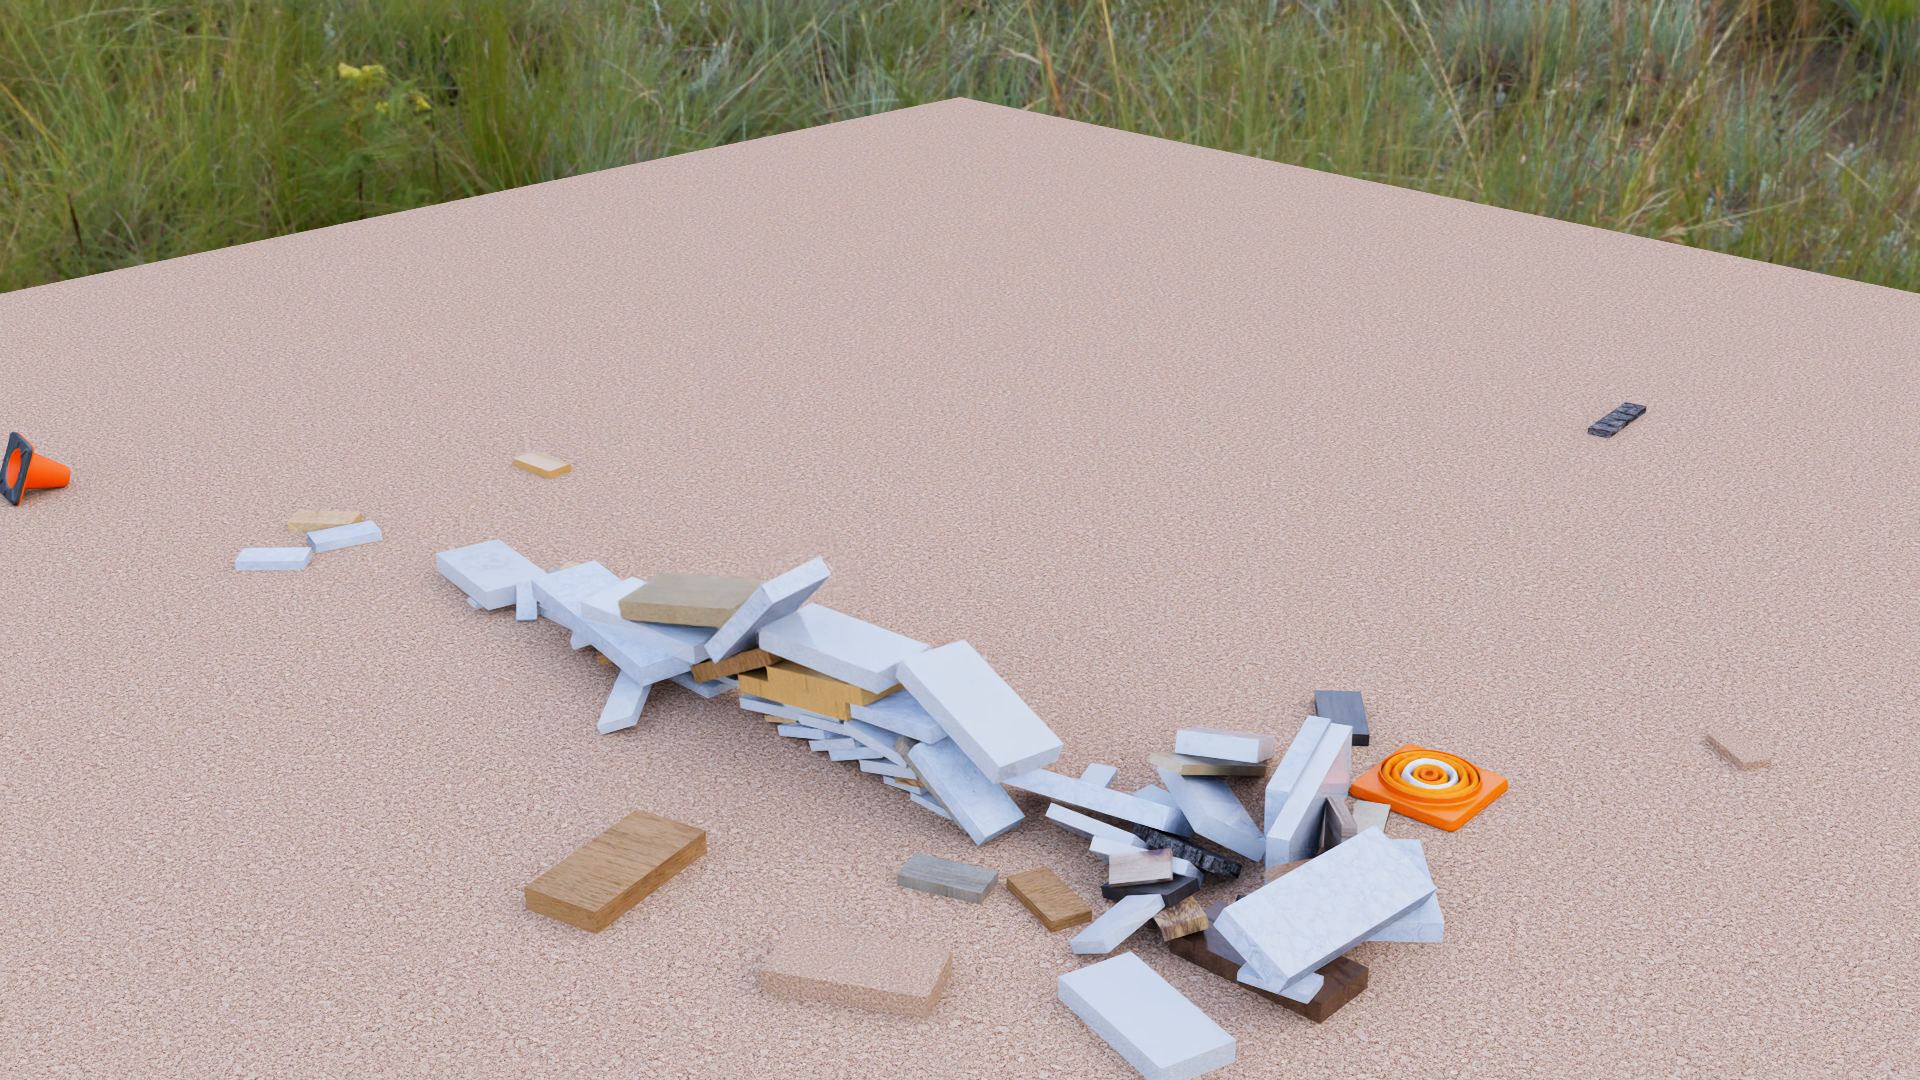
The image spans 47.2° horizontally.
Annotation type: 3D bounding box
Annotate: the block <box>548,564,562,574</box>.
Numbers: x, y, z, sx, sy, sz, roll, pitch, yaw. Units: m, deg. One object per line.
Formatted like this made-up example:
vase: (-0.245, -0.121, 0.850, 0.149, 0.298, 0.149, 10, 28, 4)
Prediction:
block: (-0.956, 0.101, 5.494, 0.159, 0.023, 0.080, 11, 25, 24)

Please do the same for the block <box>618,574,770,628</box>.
block: (-0.585, 0.134, 4.897, 0.320, 0.045, 0.160, 3, 24, 32)

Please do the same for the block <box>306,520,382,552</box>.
block: (-1.610, -0.010, 5.753, 0.173, 0.024, 0.086, -13, 26, -27)

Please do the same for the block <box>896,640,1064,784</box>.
block: (0.038, 0.341, 4.410, 0.167, 0.047, 0.334, -16, 47, -37)

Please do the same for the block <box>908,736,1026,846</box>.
block: (0.012, 0.491, 4.392, 0.118, 0.033, 0.236, -21, 64, -43)

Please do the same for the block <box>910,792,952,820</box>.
block: (-0.038, 0.532, 4.484, 0.119, 0.017, 0.059, 21, 31, 40)

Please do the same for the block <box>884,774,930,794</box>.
block: (-0.098, 0.496, 4.540, 0.059, 0.017, 0.119, -20, 19, -37)

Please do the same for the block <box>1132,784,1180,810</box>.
block: (0.415, 0.535, 4.478, 0.119, 0.017, 0.059, 21, 31, 40)

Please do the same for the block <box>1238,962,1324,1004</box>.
block: (0.558, 0.763, 3.830, 0.133, 0.019, 0.067, 14, 27, 29)

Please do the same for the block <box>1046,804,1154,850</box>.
block: (0.274, 0.572, 4.299, 0.199, 0.028, 0.099, 17, -14, 35)

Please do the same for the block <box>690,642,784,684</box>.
block: (-0.449, 0.252, 4.818, 0.144, 0.041, 0.289, -22, 4, -42)

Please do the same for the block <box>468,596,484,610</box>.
block: (-1.156, 0.144, 5.404, 0.096, 0.014, 0.048, -17, 28, -34)

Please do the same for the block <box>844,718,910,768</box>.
block: (-0.145, 0.406, 4.527, 0.179, 0.025, 0.090, 27, 34, 34)

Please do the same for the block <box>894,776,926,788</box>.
block: (-0.071, 0.486, 4.494, 0.119, 0.017, 0.059, 4, 19, 44)

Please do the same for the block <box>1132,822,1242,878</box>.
block: (0.437, 0.599, 4.242, 0.199, 0.028, 0.099, 20, -2, 43)

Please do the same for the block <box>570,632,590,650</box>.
block: (-0.863, 0.197, 5.174, 0.084, 0.024, 0.167, -19, 24, 8)

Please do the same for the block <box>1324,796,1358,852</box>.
block: (0.731, 0.569, 4.225, 0.029, 0.102, 0.203, 2, 8, 1)

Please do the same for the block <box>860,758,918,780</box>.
block: (-0.117, 0.459, 4.545, 0.090, 0.025, 0.179, -21, 15, -39)

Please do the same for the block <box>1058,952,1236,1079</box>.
block: (0.317, 0.820, 3.771, 0.154, 0.044, 0.308, -13, 26, -28)

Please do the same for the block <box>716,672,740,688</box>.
block: (-0.540, 0.296, 4.957, 0.289, 0.015, 0.053, 14, 26, 41)

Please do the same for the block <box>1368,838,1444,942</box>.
block: (0.815, 0.659, 4.155, 0.148, 0.042, 0.295, 1, 23, 2)

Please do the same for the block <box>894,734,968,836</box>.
block: (-0.017, 0.475, 4.439, 0.118, 0.033, 0.236, -23, 65, -44)

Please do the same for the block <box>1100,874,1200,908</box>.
block: (0.356, 0.653, 4.124, 0.086, 0.024, 0.172, -21, 12, -40)

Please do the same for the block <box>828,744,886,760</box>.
block: (-0.187, 0.434, 4.617, 0.090, 0.025, 0.179, -21, 7, -40)

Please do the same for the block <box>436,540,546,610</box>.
block: (-1.161, 0.084, 5.475, 0.169, 0.048, 0.338, -14, 23, -30)

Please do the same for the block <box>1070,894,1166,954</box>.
block: (0.288, 0.701, 4.014, 0.087, 0.025, 0.174, -13, 13, 47)

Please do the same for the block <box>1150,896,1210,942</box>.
block: (0.395, 0.686, 4.029, 0.086, 0.024, 0.172, -16, 8, -4)

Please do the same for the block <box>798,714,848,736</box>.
block: (-0.257, 0.379, 4.660, 0.160, 0.023, 0.080, 9, 23, 42)

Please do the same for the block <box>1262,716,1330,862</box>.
block: (0.673, 0.496, 4.382, 0.046, 0.163, 0.327, 8, 24, 21)

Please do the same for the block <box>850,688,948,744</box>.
block: (-0.101, 0.354, 4.490, 0.118, 0.033, 0.236, -21, 25, -41)

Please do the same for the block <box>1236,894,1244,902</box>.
block: (0.596, 0.697, 4.034, 0.172, 0.024, 0.086, 20, -1, 39)

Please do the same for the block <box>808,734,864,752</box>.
block: (-0.240, 0.420, 4.657, 0.080, 0.023, 0.160, -21, 7, -39)

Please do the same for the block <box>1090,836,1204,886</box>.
block: (0.356, 0.614, 4.193, 0.199, 0.028, 0.099, 11, -18, 28)

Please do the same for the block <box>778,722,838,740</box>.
block: (-0.311, 0.401, 4.726, 0.080, 0.023, 0.160, -21, 13, -40)
